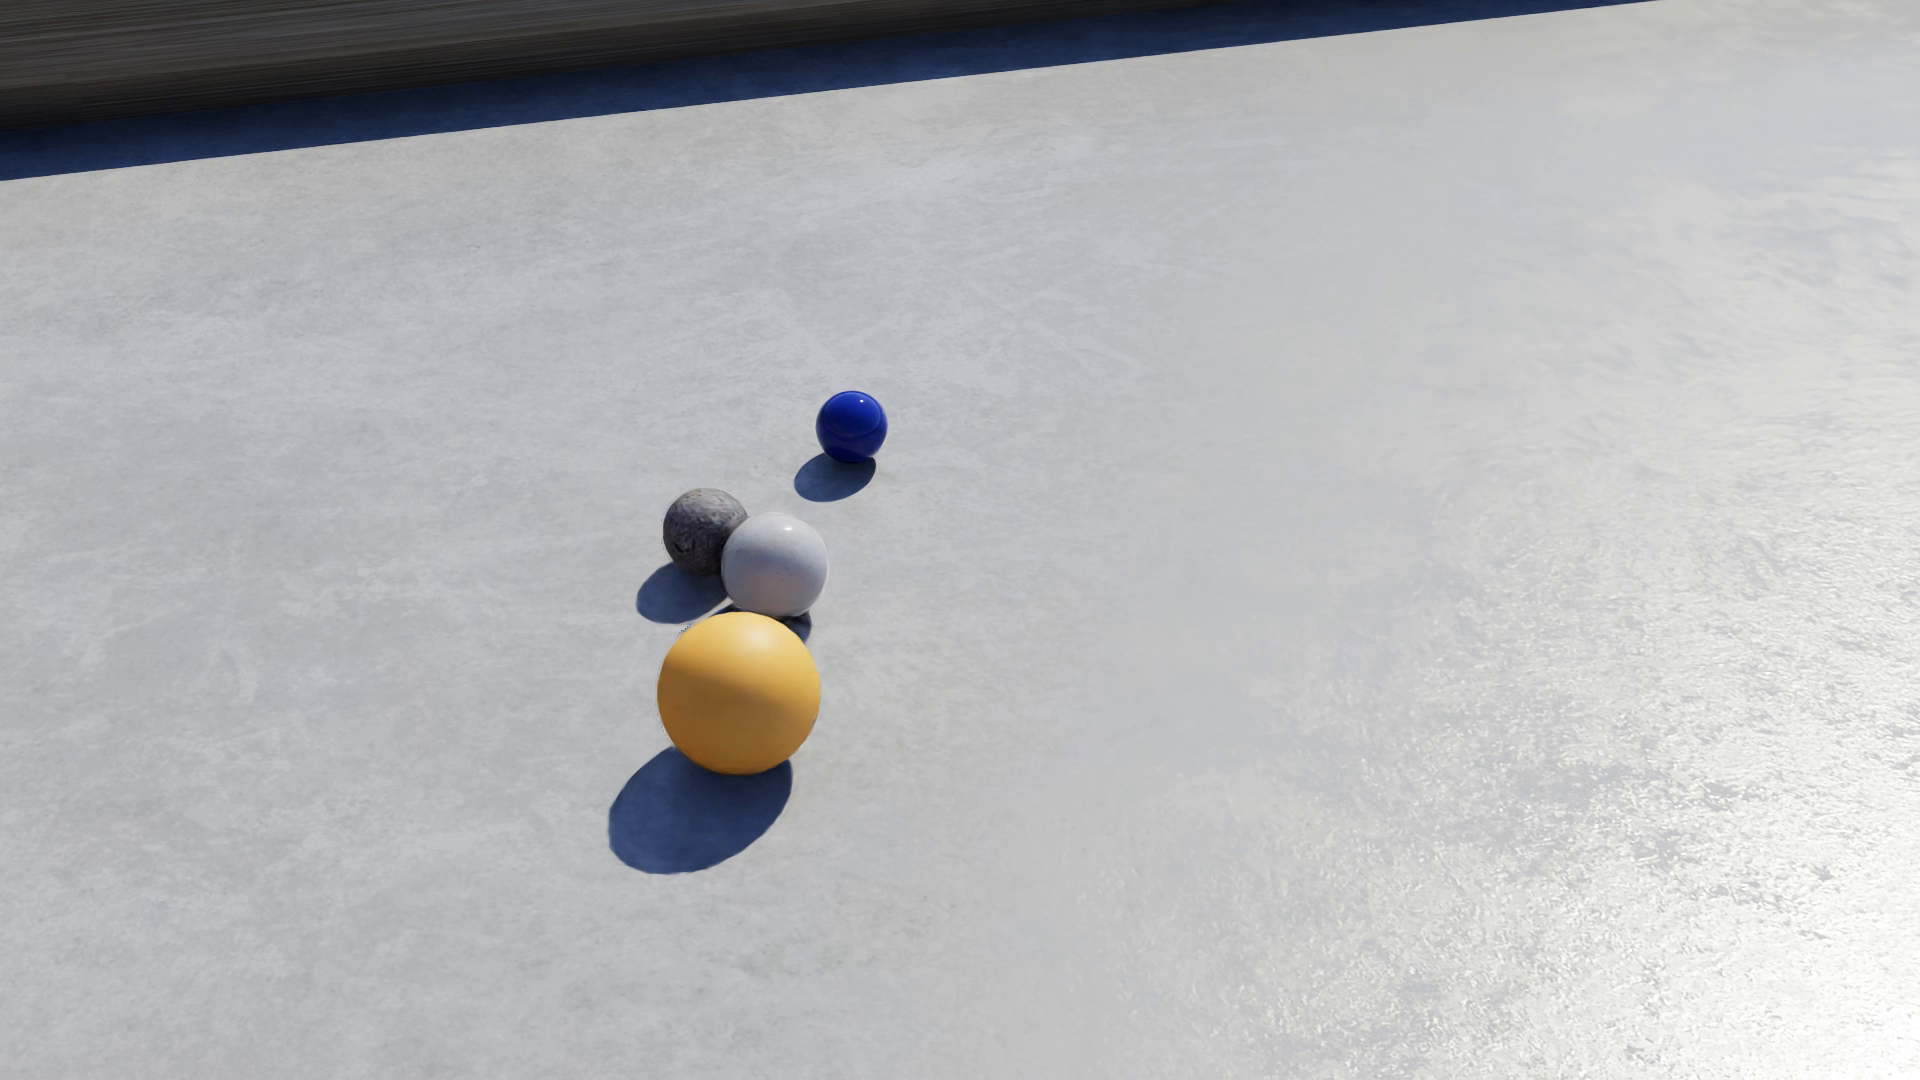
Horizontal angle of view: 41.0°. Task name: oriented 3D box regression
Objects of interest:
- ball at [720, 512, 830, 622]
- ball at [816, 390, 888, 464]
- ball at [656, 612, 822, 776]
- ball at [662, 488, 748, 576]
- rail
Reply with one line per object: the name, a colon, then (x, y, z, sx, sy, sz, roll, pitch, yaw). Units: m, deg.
ball: (-0.112, 0.016, 1.557, 0.067, 0.067, 0.067, 0, 36, 0)
ball: (-0.071, -0.075, 1.697, 0.049, 0.049, 0.049, 0, 36, 0)
ball: (-0.124, 0.086, 1.439, 0.092, 0.092, 0.092, 0, 36, 0)
ball: (-0.158, -0.005, 1.596, 0.055, 0.055, 0.055, 0, 36, 0)
rail: (0.517, -0.559, 2.304, 2.887, 0.119, 0.045, -8, 37, -11)
